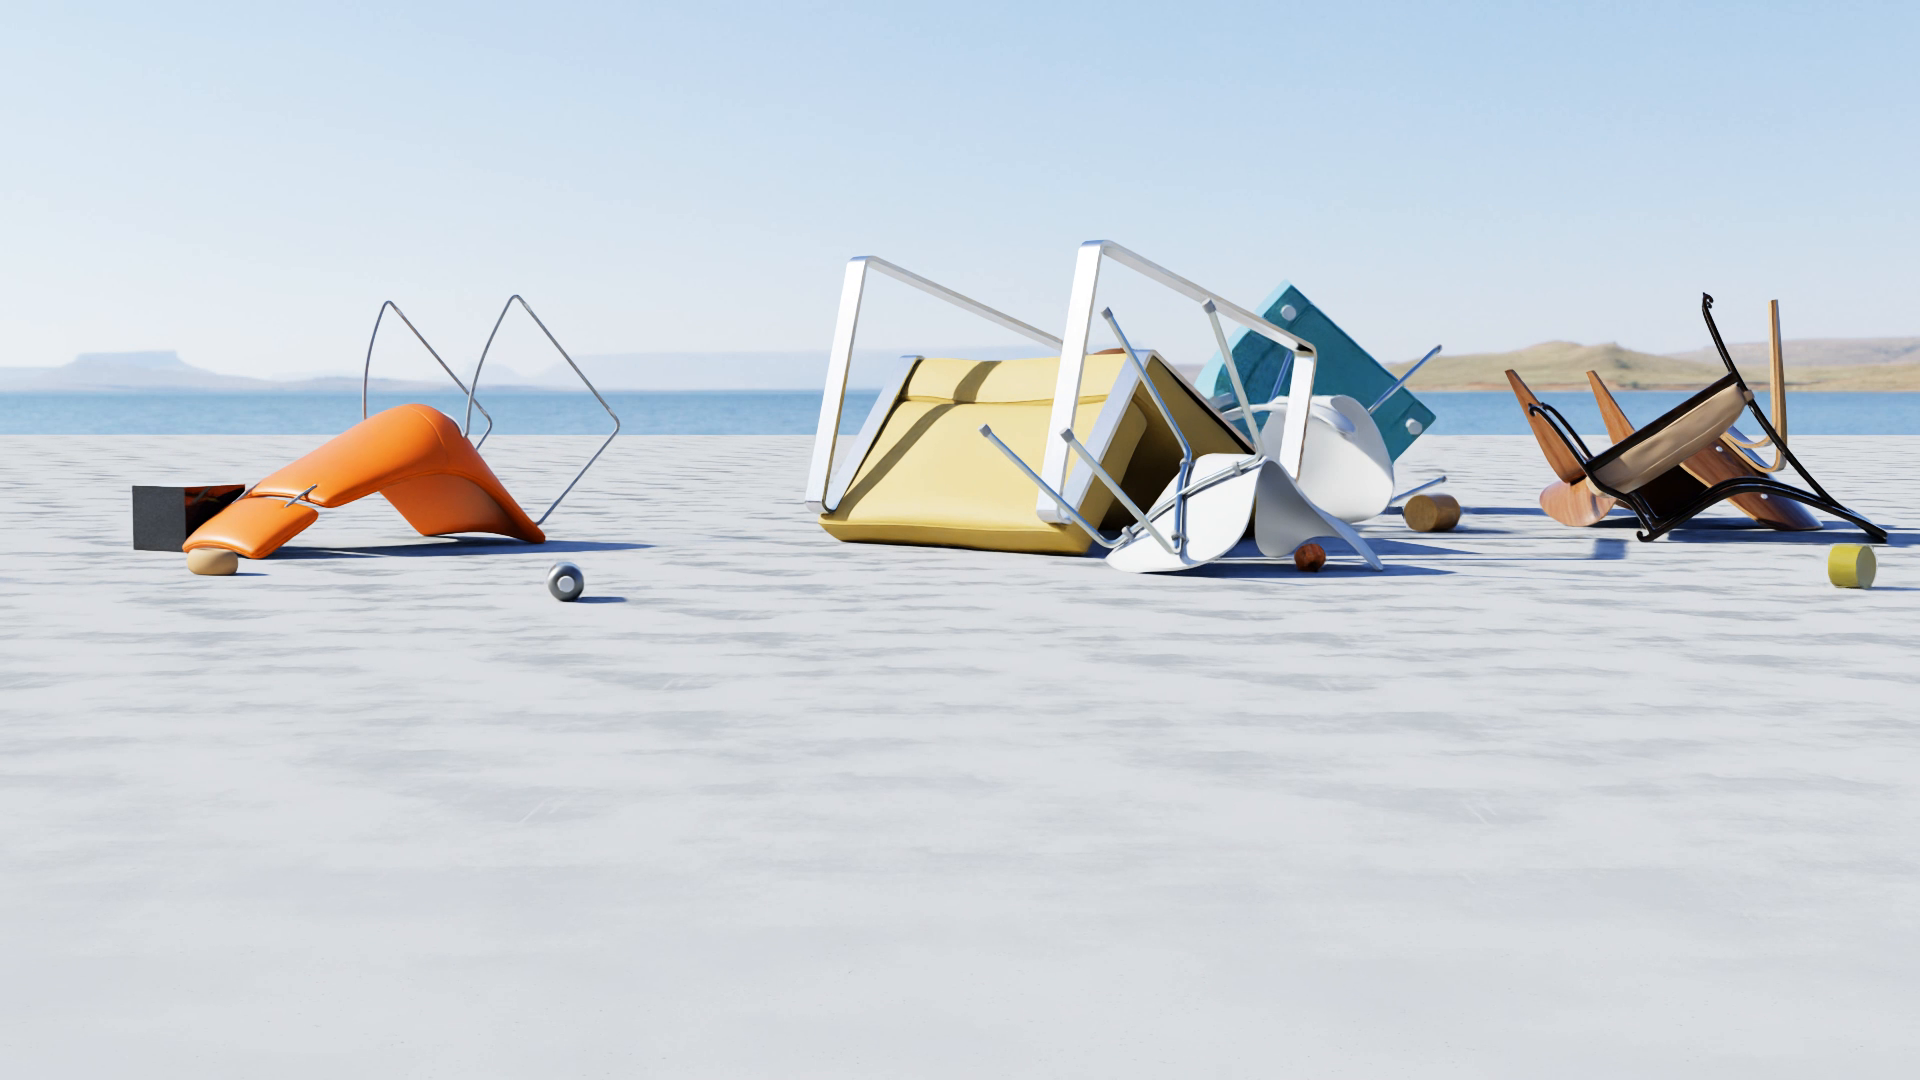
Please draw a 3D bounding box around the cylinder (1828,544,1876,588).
[{"bbox_3d":[2.013,0.060,4.963,0.065,0.094,0.105,4,-20,47],"label":"cylinder"}]

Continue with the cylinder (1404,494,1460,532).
[{"bbox_3d":[1.490,-0.085,6.935,0.109,0.117,0.136,-3,0,-36],"label":"cylinder"}]

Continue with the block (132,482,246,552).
[{"bbox_3d":[-2.162,-0.065,6.173,0.212,0.181,0.213,2,5,30],"label":"block"}]

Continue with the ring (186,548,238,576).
[{"bbox_3d":[-1.815,0.053,5.340,0.161,0.060,0.091,4,4,35],"label":"ring"}]
